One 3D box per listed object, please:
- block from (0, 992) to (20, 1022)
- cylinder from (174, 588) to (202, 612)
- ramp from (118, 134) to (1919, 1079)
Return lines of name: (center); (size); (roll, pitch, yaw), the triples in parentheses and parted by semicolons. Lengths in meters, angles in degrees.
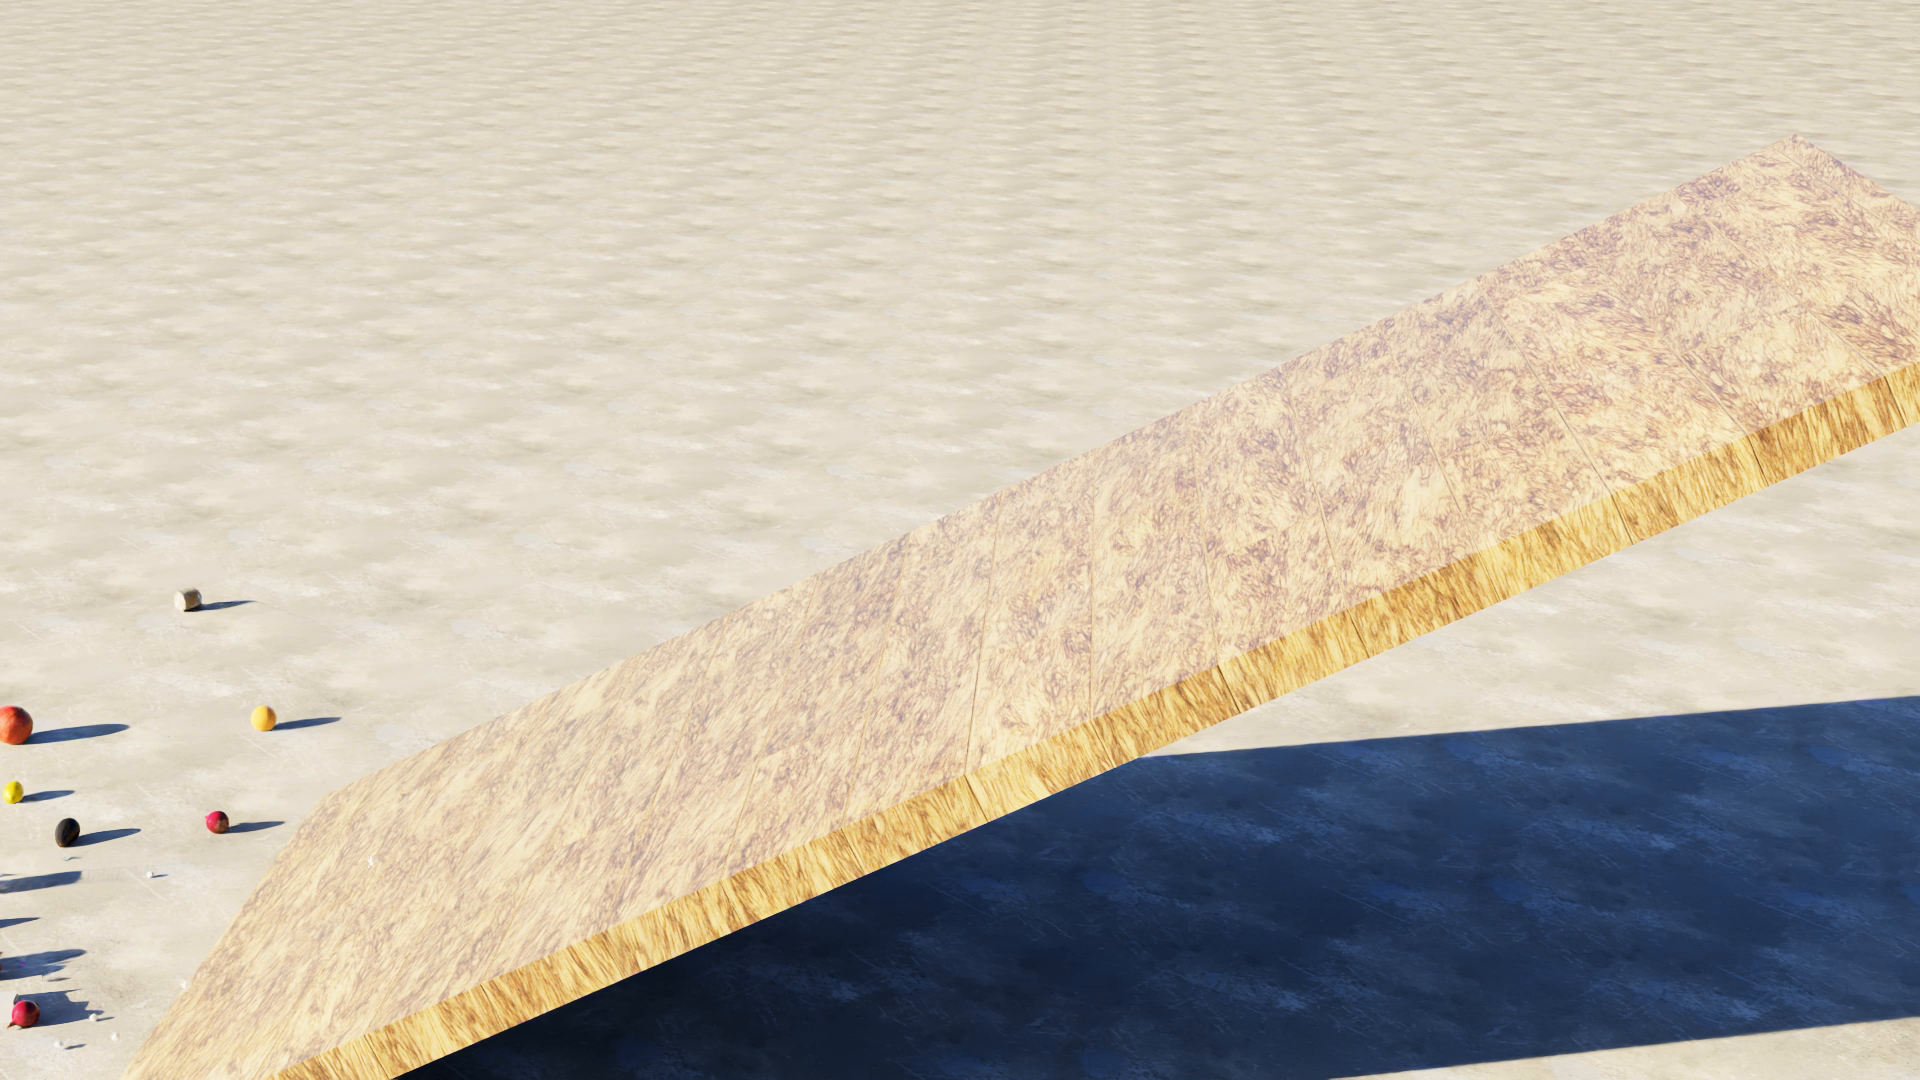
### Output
block: (-2.106, 1.030, 6.481); (0.051, 0.051, 0.051); (-2, 16, -6)
cylinder: (-2.467, 0.192, 9.404); (0.062, 0.062, 0.062); (15, 21, 41)
ramp: (0.136, 0.169, 6.282); (4.000, 0.100, 2.000); (-24, 13, 9)
